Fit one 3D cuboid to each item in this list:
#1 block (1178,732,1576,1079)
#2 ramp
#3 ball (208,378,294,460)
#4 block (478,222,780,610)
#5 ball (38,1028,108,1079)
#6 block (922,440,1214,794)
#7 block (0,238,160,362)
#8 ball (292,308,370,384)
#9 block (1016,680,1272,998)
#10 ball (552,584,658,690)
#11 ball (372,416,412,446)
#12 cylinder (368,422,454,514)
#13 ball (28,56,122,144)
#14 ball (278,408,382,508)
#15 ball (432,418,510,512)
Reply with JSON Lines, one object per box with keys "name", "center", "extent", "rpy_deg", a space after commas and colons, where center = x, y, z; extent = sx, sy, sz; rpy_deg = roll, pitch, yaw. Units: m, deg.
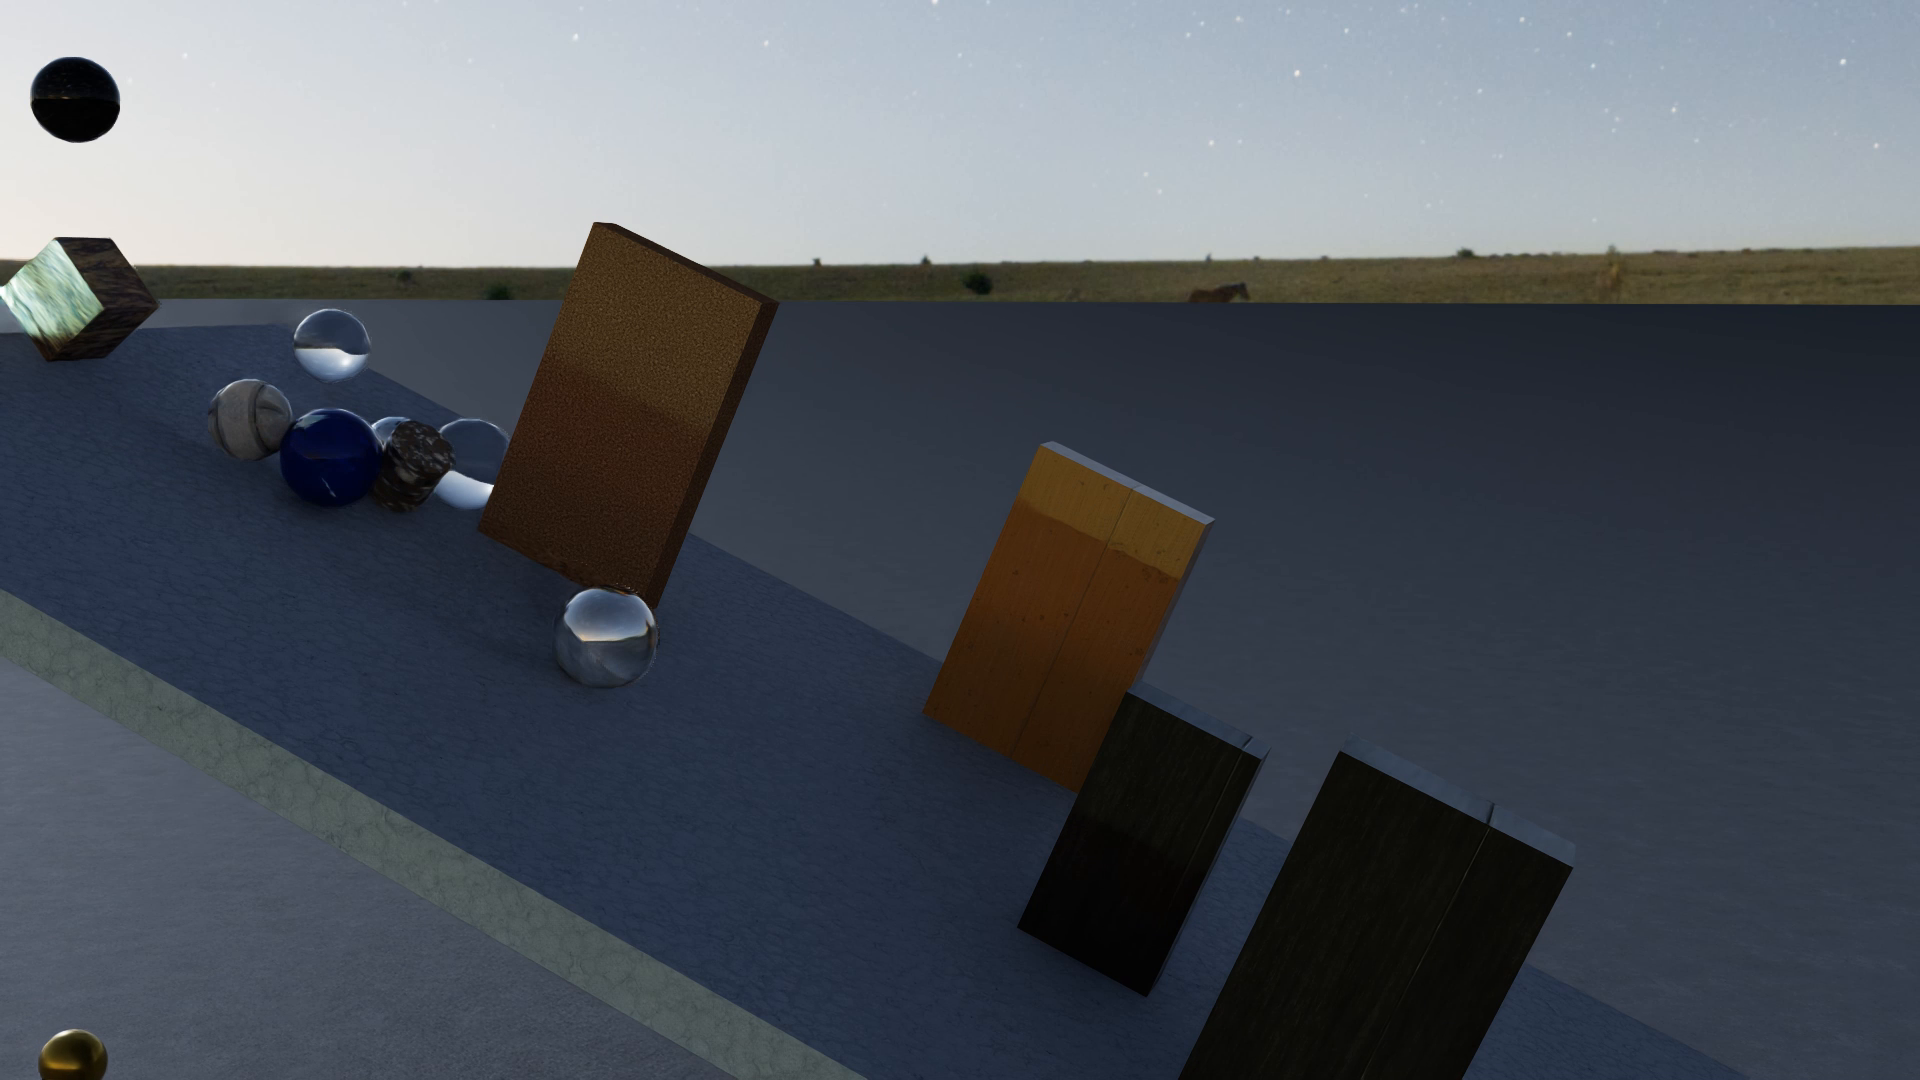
{"name": "block", "center": [0.604, 0.670, 3.299], "extent": [0.364, 0.654, 0.135], "rpy_deg": [27, 13, 13]}
{"name": "ramp", "center": [-0.280, 0.483, 4.179], "extent": [4.000, 0.100, 2.000], "rpy_deg": [27, 13, 13]}
{"name": "ball", "center": [-1.423, -0.241, 4.411], "extent": [0.164, 0.164, 0.164], "rpy_deg": [0, 7, 0]}
{"name": "block", "center": [-0.697, -0.253, 4.583], "extent": [0.404, 0.706, 0.097], "rpy_deg": [27, 13, 13]}
{"name": "ball", "center": [-2.004, 1.180, 4.969], "extent": [0.146, 0.146, 0.146], "rpy_deg": [0, 7, 0]}
{"name": "block", "center": [0.227, 0.164, 4.671], "extent": [0.386, 0.639, 0.109], "rpy_deg": [27, 13, 13]}
{"name": "block", "center": [-1.847, -0.506, 4.616], "extent": [0.182, 0.182, 0.182], "rpy_deg": [-37, -4, 17]}
{"name": "ball", "center": [-1.486, -0.458, 5.201], "extent": [0.177, 0.177, 0.177], "rpy_deg": [0, 7, 0]}
{"name": "block", "center": [0.318, 0.516, 3.814], "extent": [0.255, 0.471, 0.109], "rpy_deg": [27, 13, 13]}
{"name": "ball", "center": [-0.658, 0.180, 4.074], "extent": [0.195, 0.195, 0.195], "rpy_deg": [0, 7, 0]}
{"name": "ball", "center": [-1.213, -0.200, 4.724], "extent": [0.131, 0.131, 0.131], "rpy_deg": [0, 7, 0]}
{"name": "cylinder", "center": [-1.144, -0.151, 4.562], "extent": [0.137, 0.137, 0.137], "rpy_deg": [-8, -29, -50]}
{"name": "ball", "center": [-1.899, -0.945, 4.719], "extent": [0.184, 0.184, 0.184], "rpy_deg": [0, 7, 0]}
{"name": "ball", "center": [-1.256, -0.164, 4.393], "extent": [0.199, 0.199, 0.199], "rpy_deg": [0, 7, 0]}
{"name": "ball", "center": [-1.052, -0.161, 4.727], "extent": [0.200, 0.200, 0.200], "rpy_deg": [0, 7, 0]}
